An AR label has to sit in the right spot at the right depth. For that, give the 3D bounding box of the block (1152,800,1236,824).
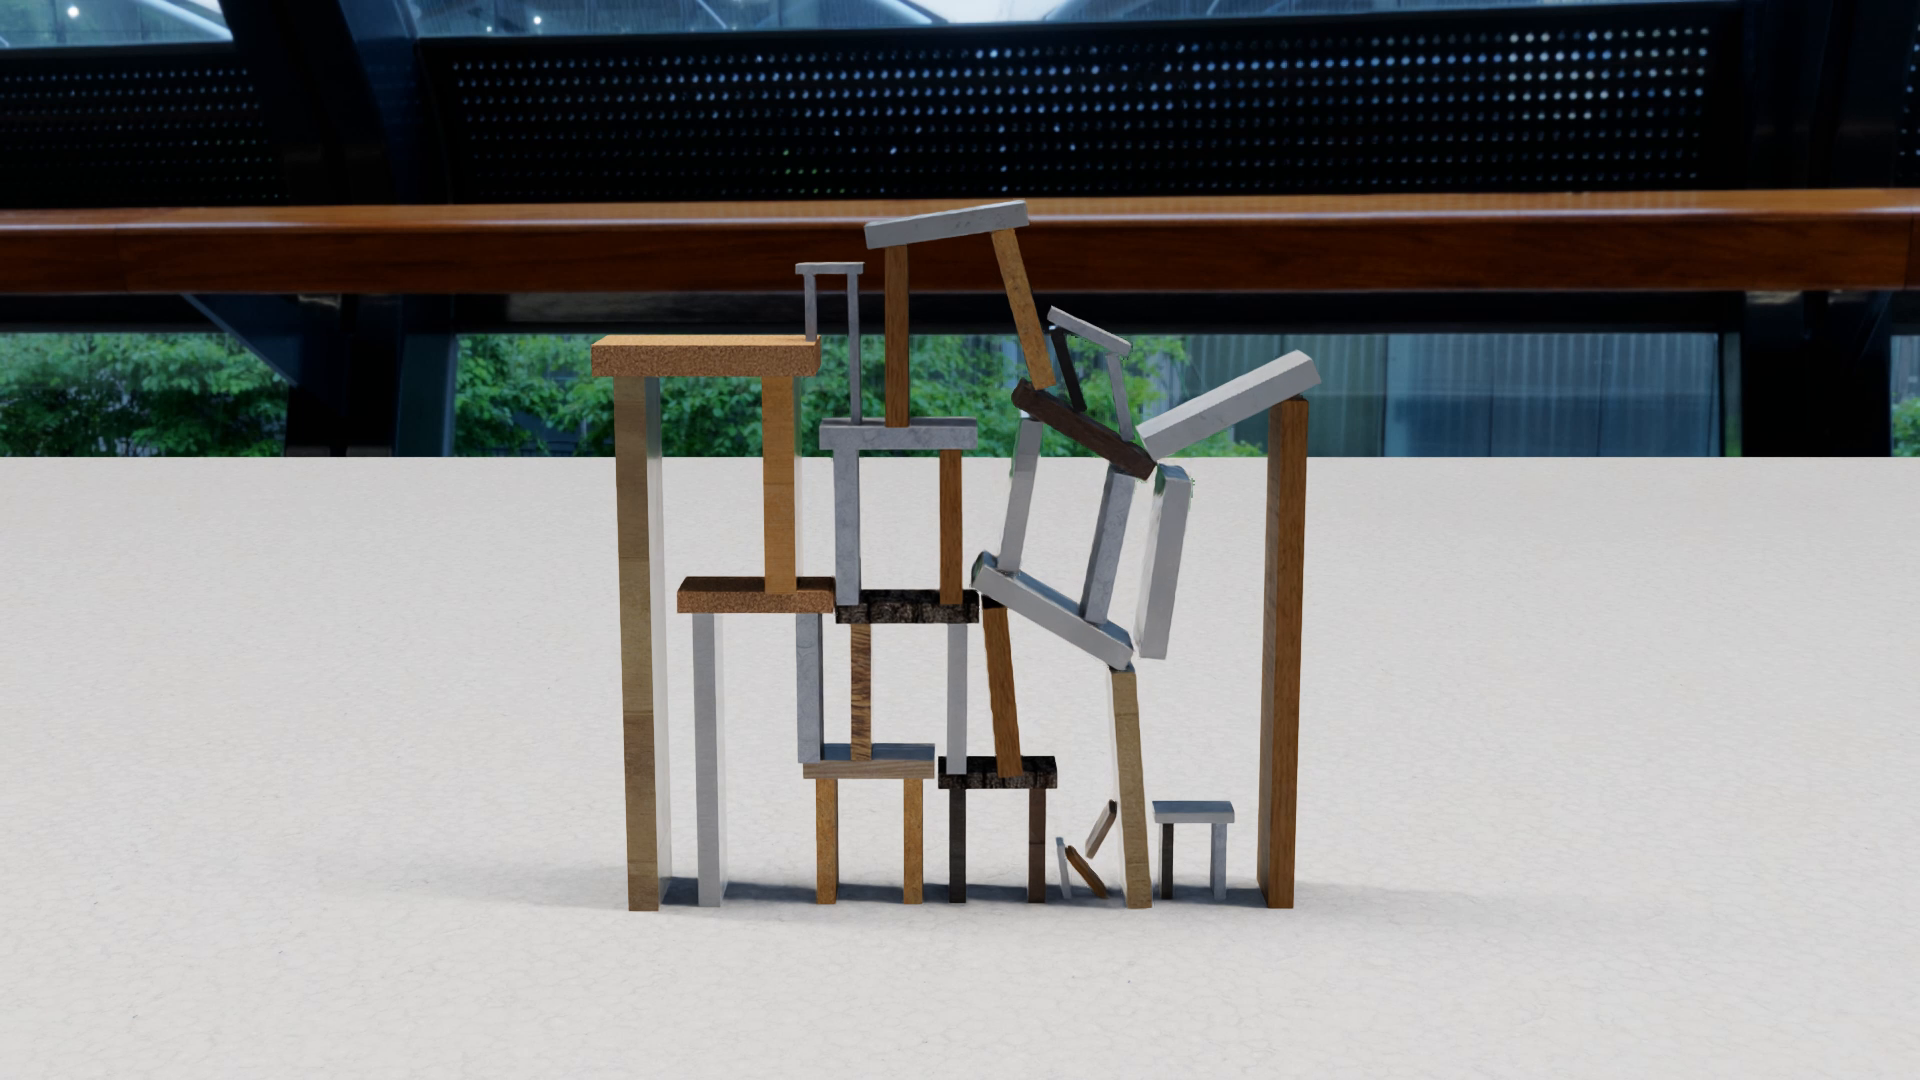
[{"bbox_3d":[0.386,0.451,3.648,0.131,0.019,0.066,0,11,0],"label":"block"}]

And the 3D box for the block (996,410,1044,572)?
[{"bbox_3d":[0.096,-0.080,3.546,0.035,0.244,0.122,9,10,-2],"label":"block"}]

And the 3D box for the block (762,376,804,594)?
[{"bbox_3d":[-0.285,-0.100,3.543,0.049,0.346,0.173,0,11,0],"label":"block"}]

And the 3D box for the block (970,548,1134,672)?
[{"bbox_3d":[0.148,0.113,3.575,0.280,0.040,0.140,30,9,-6],"label":"block"}]

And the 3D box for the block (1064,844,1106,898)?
[{"bbox_3d":[0.210,0.552,3.659,0.013,0.092,0.046,-39,8,7],"label":"block"}]

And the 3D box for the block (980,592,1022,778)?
[{"bbox_3d":[0.068,0.233,3.598,0.040,0.280,0.140,-6,11,0],"label":"block"}]

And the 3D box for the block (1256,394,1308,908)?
[{"bbox_3d":[0.525,0.180,3.593,0.041,0.834,0.146,0,11,0],"label":"block"}]

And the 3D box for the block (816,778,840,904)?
[{"bbox_3d":[-0.220,0.484,3.651,0.030,0.214,0.107,0,11,0],"label":"block"}]

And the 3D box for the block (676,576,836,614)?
[{"bbox_3d":[-0.328,0.089,3.572,0.248,0.035,0.124,0,11,0],"label":"block"}]

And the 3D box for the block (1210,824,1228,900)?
[{"bbox_3d":[0.430,0.525,3.661,0.019,0.131,0.066,0,11,0],"label":"block"}]

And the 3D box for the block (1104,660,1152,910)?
[{"bbox_3d":[0.276,0.395,3.622,0.040,0.398,0.140,-5,11,0],"label":"block"}]

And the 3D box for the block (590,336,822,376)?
[{"bbox_3d":[-0.400,-0.294,3.507,0.346,0.049,0.173,0,11,0],"label":"block"}]

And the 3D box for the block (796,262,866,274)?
[{"bbox_3d":[-0.204,-0.429,3.474,0.106,0.015,0.053,0,11,3],"label":"block"}]

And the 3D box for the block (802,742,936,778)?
[{"bbox_3d":[-0.148,0.364,3.629,0.214,0.030,0.107,0,11,0],"label":"block"}]

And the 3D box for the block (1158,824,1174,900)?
[{"bbox_3d":[0.343,0.525,3.661,0.019,0.131,0.066,0,11,0],"label":"block"}]

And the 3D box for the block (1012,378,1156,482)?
[{"bbox_3d":[0.197,-0.178,3.527,0.244,0.035,0.122,30,9,-5],"label":"block"}]

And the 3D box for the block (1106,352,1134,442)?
[{"bbox_3d":[0.255,-0.230,3.514,0.020,0.139,0.069,-11,9,4],"label":"block"}]

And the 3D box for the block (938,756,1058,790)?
[{"bbox_3d":[0.061,0.384,3.634,0.195,0.028,0.098,0,10,-1],"label":"block"}]

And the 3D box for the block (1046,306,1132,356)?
[{"bbox_3d":[0.204,-0.332,3.497,0.139,0.020,0.069,25,9,-2],"label":"block"}]

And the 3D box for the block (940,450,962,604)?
[{"bbox_3d":[-0.015,-0.031,3.552,0.035,0.250,0.125,0,11,-1],"label":"block"}]

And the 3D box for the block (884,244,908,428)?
[{"bbox_3d":[-0.100,-0.327,3.491,0.036,0.282,0.126,0,11,-1],"label":"block"}]

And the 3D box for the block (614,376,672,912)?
[{"bbox_3d":[-0.516,0.160,3.591,0.049,0.875,0.173,0,11,0],"label":"block"}]

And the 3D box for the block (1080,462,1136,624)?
[{"bbox_3d":[0.239,0.004,3.559,0.035,0.244,0.122,11,11,-2],"label":"block"}]

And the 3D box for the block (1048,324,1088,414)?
[{"bbox_3d":[0.171,-0.274,3.511,0.020,0.139,0.069,-18,10,3],"label":"block"}]

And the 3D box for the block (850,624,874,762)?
[{"bbox_3d":[-0.160,0.236,3.606,0.033,0.230,0.115,0,11,0],"label":"block"}]

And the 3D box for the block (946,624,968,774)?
[{"bbox_3d":[-0.005,0.247,3.607,0.033,0.251,0.115,1,10,-1],"label":"block"}]

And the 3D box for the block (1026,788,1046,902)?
[{"bbox_3d":[0.127,0.493,3.656,0.028,0.195,0.098,0,11,0],"label":"block"}]

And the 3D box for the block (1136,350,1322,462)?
[{"bbox_3d":[0.427,-0.216,3.520,0.292,0.041,0.146,-25,10,4],"label":"block"}]

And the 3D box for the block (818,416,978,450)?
[{"bbox_3d":[-0.098,-0.171,3.524,0.250,0.035,0.125,0,11,-1],"label":"block"}]

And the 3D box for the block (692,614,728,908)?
[{"bbox_3d":[-0.411,0.348,3.620,0.035,0.493,0.124,0,11,0],"label":"block"}]

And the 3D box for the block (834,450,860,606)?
[{"bbox_3d":[-0.182,-0.030,3.547,0.035,0.250,0.125,-1,11,-1],"label":"block"}]

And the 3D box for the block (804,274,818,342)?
[{"bbox_3d":[-0.237,-0.370,3.488,0.015,0.106,0.053,-1,11,0],"label":"block"}]

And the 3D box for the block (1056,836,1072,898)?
[{"bbox_3d":[0.172,0.545,3.658,0.013,0.092,0.046,-8,10,2],"label":"block"}]

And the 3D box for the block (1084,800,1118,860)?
[{"bbox_3d":[0.233,0.480,3.644,0.013,0.092,0.046,24,21,-7],"label":"block"}]

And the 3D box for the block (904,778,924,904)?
[{"bbox_3d":[-0.077,0.484,3.651,0.030,0.214,0.107,0,11,0],"label":"block"}]

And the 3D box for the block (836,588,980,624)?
[{"bbox_3d":[-0.085,0.108,3.579,0.229,0.033,0.115,0,11,-1],"label":"block"}]

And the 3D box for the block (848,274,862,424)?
[{"bbox_3d":[-0.167,-0.305,3.494,0.015,0.238,0.053,-1,10,0],"label":"block"}]

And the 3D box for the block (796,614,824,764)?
[{"bbox_3d":[-0.245,0.228,3.598,0.035,0.248,0.124,0,11,0],"label":"block"}]

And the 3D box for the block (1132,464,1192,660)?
[{"bbox_3d":[0.326,0.034,3.559,0.041,0.292,0.146,7,12,-2],"label":"block"}]

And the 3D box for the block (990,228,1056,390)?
[{"bbox_3d":[0.100,-0.370,3.487,0.036,0.253,0.126,-16,10,2],"label":"block"}]

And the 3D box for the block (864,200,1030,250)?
[{"bbox_3d":[-0.022,-0.497,3.461,0.253,0.036,0.126,-8,11,0],"label":"block"}]

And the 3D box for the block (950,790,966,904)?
[{"bbox_3d":[-0.004,0.494,3.654,0.028,0.195,0.098,0,11,0],"label":"block"}]
